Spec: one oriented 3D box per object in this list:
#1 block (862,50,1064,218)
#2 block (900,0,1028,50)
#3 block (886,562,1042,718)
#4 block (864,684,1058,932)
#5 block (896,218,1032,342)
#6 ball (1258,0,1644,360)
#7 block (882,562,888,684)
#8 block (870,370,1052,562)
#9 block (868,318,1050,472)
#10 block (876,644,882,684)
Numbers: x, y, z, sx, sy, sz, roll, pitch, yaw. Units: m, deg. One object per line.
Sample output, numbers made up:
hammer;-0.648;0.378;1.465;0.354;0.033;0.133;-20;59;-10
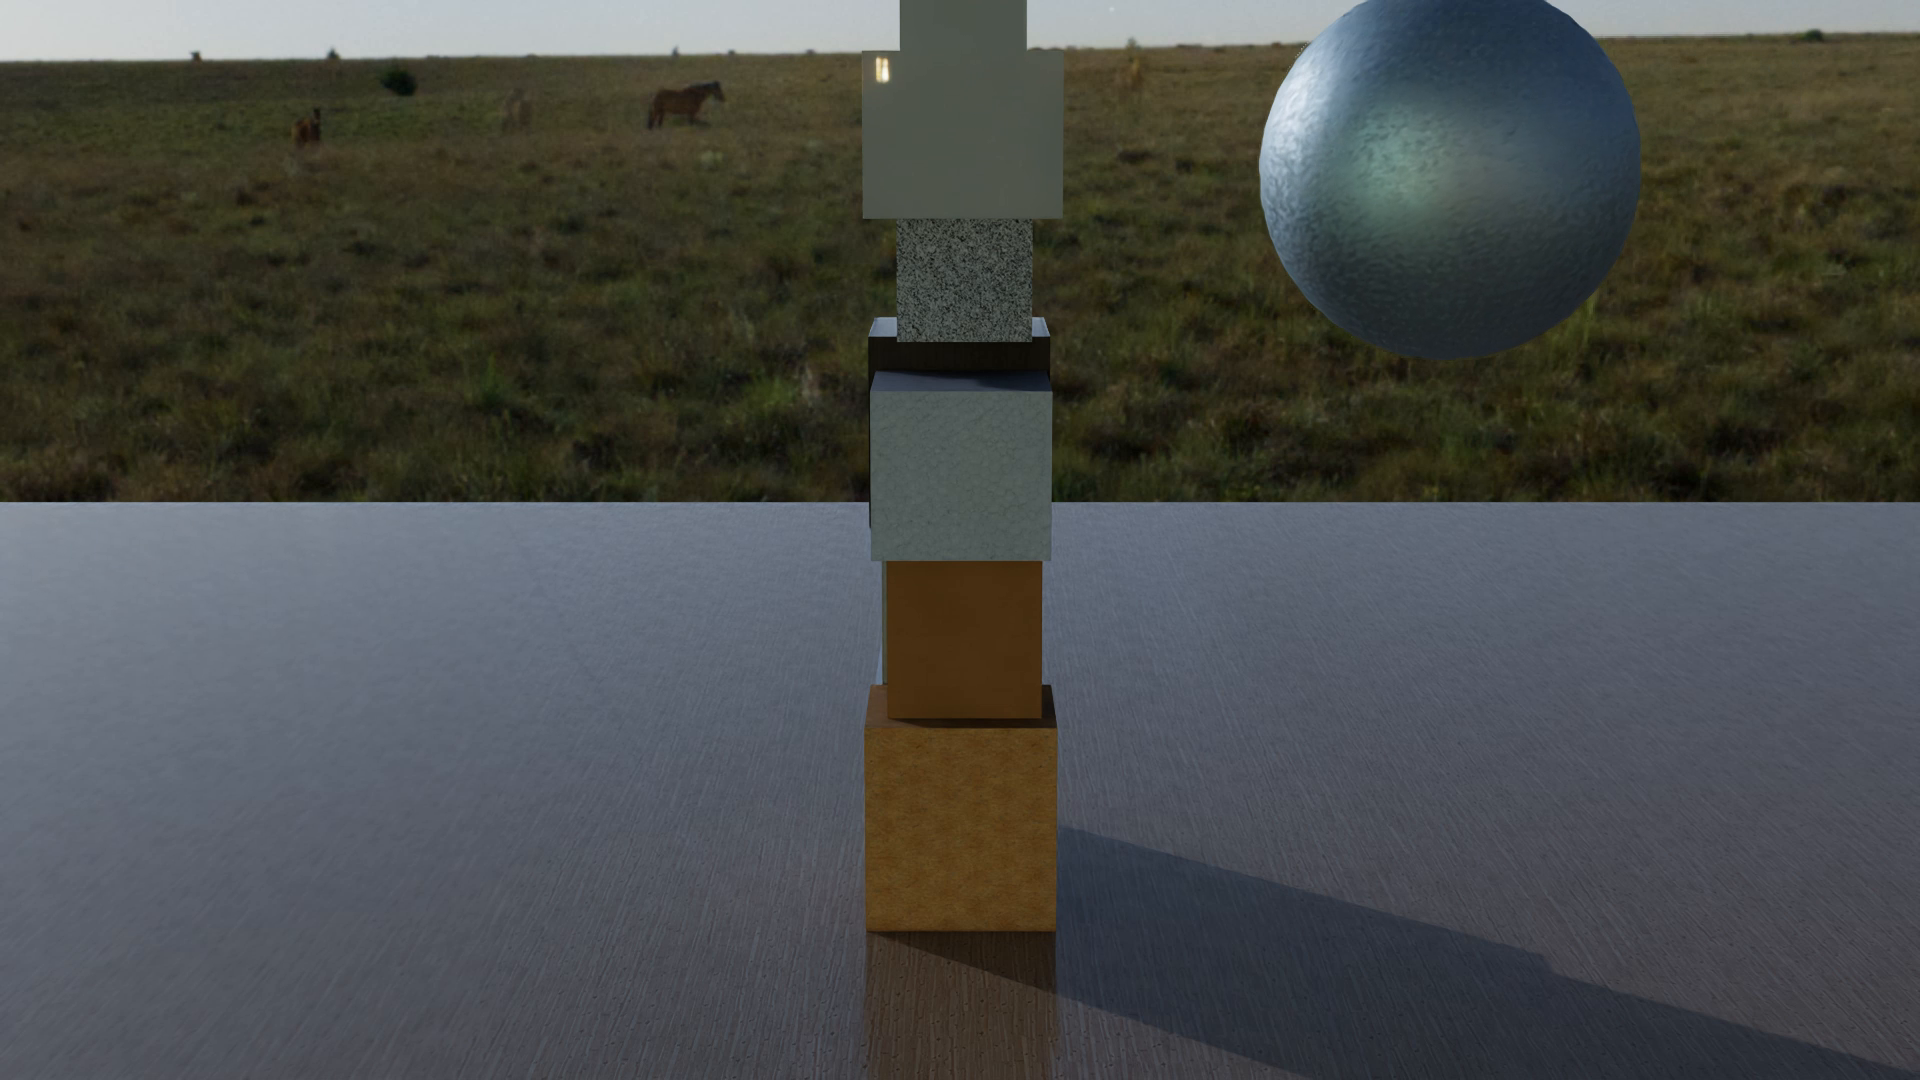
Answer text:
block;0.012;-1.723;10.867;0.826;0.682;0.685;0;10;0
block;0.014;-2.278;10.766;0.525;0.444;0.465;0;10;0
block;0.019;0.342;10.891;0.639;0.695;0.627;0;10;0
block;0.004;1.128;10.936;0.789;0.868;0.763;0;10;0
block;0.019;-1.134;10.974;0.565;0.515;0.588;0;10;0
ball;2.074;-1.566;10.896;1.600;1.600;1.600;0;10;0
block;-0.019;0.231;11.546;0.644;0.712;0.682;0;10;0
block;0.005;-0.320;10.668;0.728;0.689;0.744;0;10;0
block;-0.003;-0.539;11.466;0.778;0.832;0.884;0;10;0
block;-0.004;0.988;11.753;0.739;0.851;0.875;0;10;0
